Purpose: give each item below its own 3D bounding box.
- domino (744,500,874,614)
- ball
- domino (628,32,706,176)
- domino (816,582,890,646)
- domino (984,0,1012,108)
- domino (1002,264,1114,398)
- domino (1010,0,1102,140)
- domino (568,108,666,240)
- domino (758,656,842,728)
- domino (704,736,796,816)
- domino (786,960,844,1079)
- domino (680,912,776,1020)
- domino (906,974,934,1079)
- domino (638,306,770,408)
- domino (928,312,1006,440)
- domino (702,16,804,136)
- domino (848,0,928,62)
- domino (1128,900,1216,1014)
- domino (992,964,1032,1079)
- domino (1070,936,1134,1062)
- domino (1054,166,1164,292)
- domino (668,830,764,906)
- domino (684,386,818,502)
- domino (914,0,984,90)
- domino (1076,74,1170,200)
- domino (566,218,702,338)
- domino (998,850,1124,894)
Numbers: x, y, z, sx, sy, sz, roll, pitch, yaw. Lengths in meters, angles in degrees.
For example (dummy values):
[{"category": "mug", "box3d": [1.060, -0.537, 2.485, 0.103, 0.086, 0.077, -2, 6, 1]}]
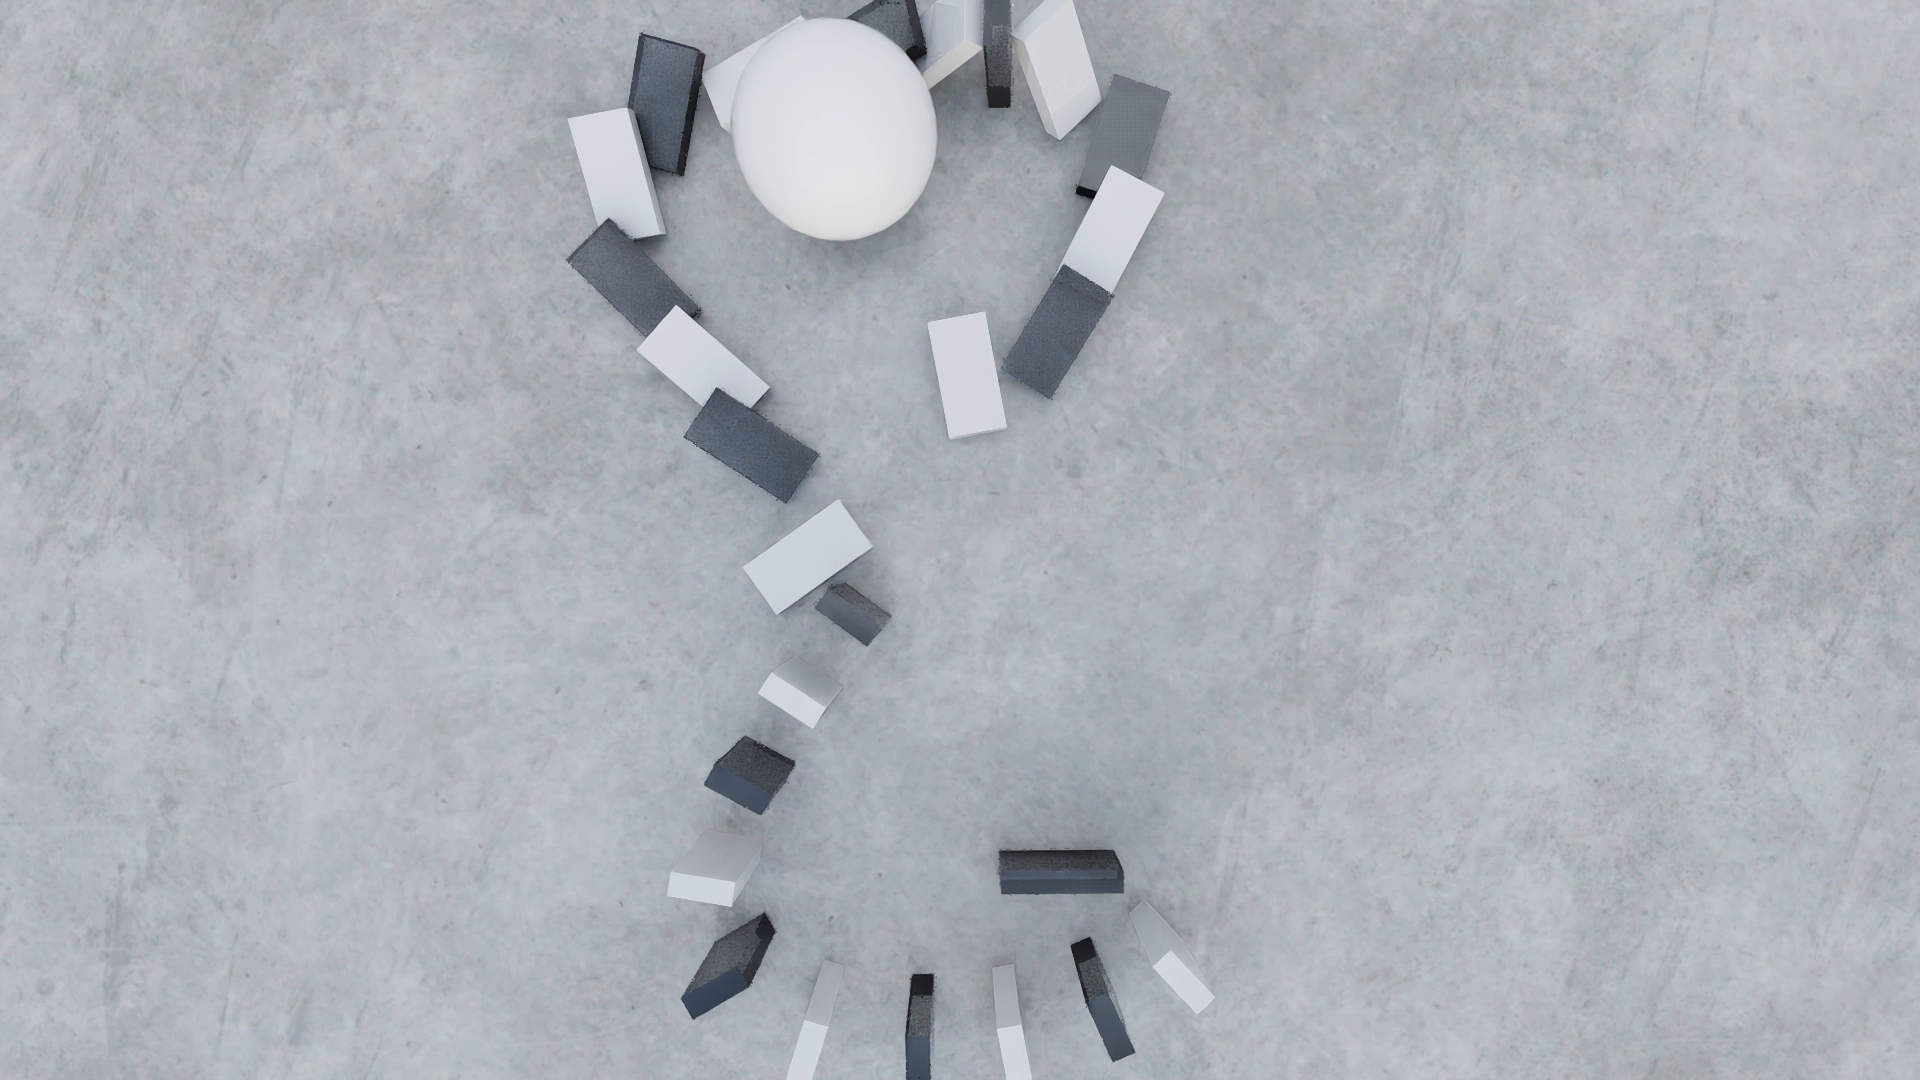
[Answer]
[{"category": "domino", "box3d": [-0.065, 0.007, 0.395, 0.050, 0.009, 0.025, -35, 90, 0]}, {"category": "ball", "box3d": [-0.049, -0.159, 0.360, 0.080, 0.080, 0.080, 0, 90, 0]}, {"category": "domino", "box3d": [-0.127, -0.184, 0.390, 0.025, 0.009, 0.050, 15, 103, 0]}, {"category": "domino", "box3d": [-0.043, 0.030, 0.375, 0.025, 0.050, 0.009, 36, 90, 0]}, {"category": "domino", "box3d": [0.016, -0.201, 0.375, 0.010, 0.050, 0.025, 2, 90, 4]}, {"category": "domino", "box3d": [0.041, -0.088, 0.390, 0.025, 0.010, 0.050, 32, 102, 0]}, {"category": "domino", "box3d": [0.040, -0.194, 0.376, 0.025, 0.050, 0.010, -43, 58, 0]}, {"category": "domino", "box3d": [-0.144, -0.153, 0.388, 0.025, 0.009, 0.050, -10, 108, 2]}, {"category": "domino", "box3d": [-0.064, 0.061, 0.375, 0.025, 0.050, 0.010, 33, 90, 0]}, {"category": "domino", "box3d": [-0.085, 0.095, 0.375, 0.025, 0.050, 0.010, 28, 90, 0]}, {"category": "domino", "box3d": [-0.059, 0.196, 0.375, 0.010, 0.050, 0.025, 17, 90, 0]}, {"category": "domino", "box3d": [-0.094, 0.173, 0.375, 0.025, 0.050, 0.010, -30, 90, 0]}, {"category": "domino", "box3d": [-0.016, 0.202, 0.375, 0.010, 0.050, 0.025, -1, 90, 0]}, {"category": "domino", "box3d": [-0.108, -0.073, 0.390, 0.050, 0.010, 0.025, 41, 90, -12]}, {"category": "domino", "box3d": [0.003, -0.071, 0.395, 0.025, 0.010, 0.050, -11, 90, 0]}, {"category": "domino", "box3d": [-0.083, -0.197, 0.389, 0.050, 0.010, 0.025, -24, 85, 12]}, {"category": "domino", "box3d": [-0.040, -0.206, 0.384, 0.050, 0.010, 0.025, -13, 90, 29]}, {"category": "domino", "box3d": [0.086, 0.169, 0.375, 0.009, 0.050, 0.025, -43, 90, 0]}, {"category": "domino", "box3d": [0.021, 0.198, 0.375, 0.009, 0.050, 0.025, -11, 90, 0]}, {"category": "domino", "box3d": [0.058, 0.186, 0.375, 0.009, 0.050, 0.025, -24, 90, 0]}, {"category": "domino", "box3d": [0.063, -0.129, 0.389, 0.025, 0.009, 0.050, 28, 104, 0]}, {"category": "domino", "box3d": [-0.099, 0.133, 0.375, 0.025, 0.050, 0.009, 10, 90, 0]}, {"category": "domino", "box3d": [-0.088, -0.040, 0.389, 0.050, 0.009, 0.025, 34, 92, -14]}, {"category": "domino", "box3d": [-0.008, -0.205, 0.377, 0.009, 0.050, 0.025, 1, 90, -34]}, {"category": "domino", "box3d": [0.070, -0.171, 0.395, 0.025, 0.009, 0.050, 18, 90, 0]}, {"category": "domino", "box3d": [-0.138, -0.108, 0.390, 0.025, 0.010, 0.050, -45, 104, 0]}, {"category": "domino", "box3d": [0.042, 0.140, 0.388, 0.050, 0.025, 0.009, 0, 90, 0]}]
